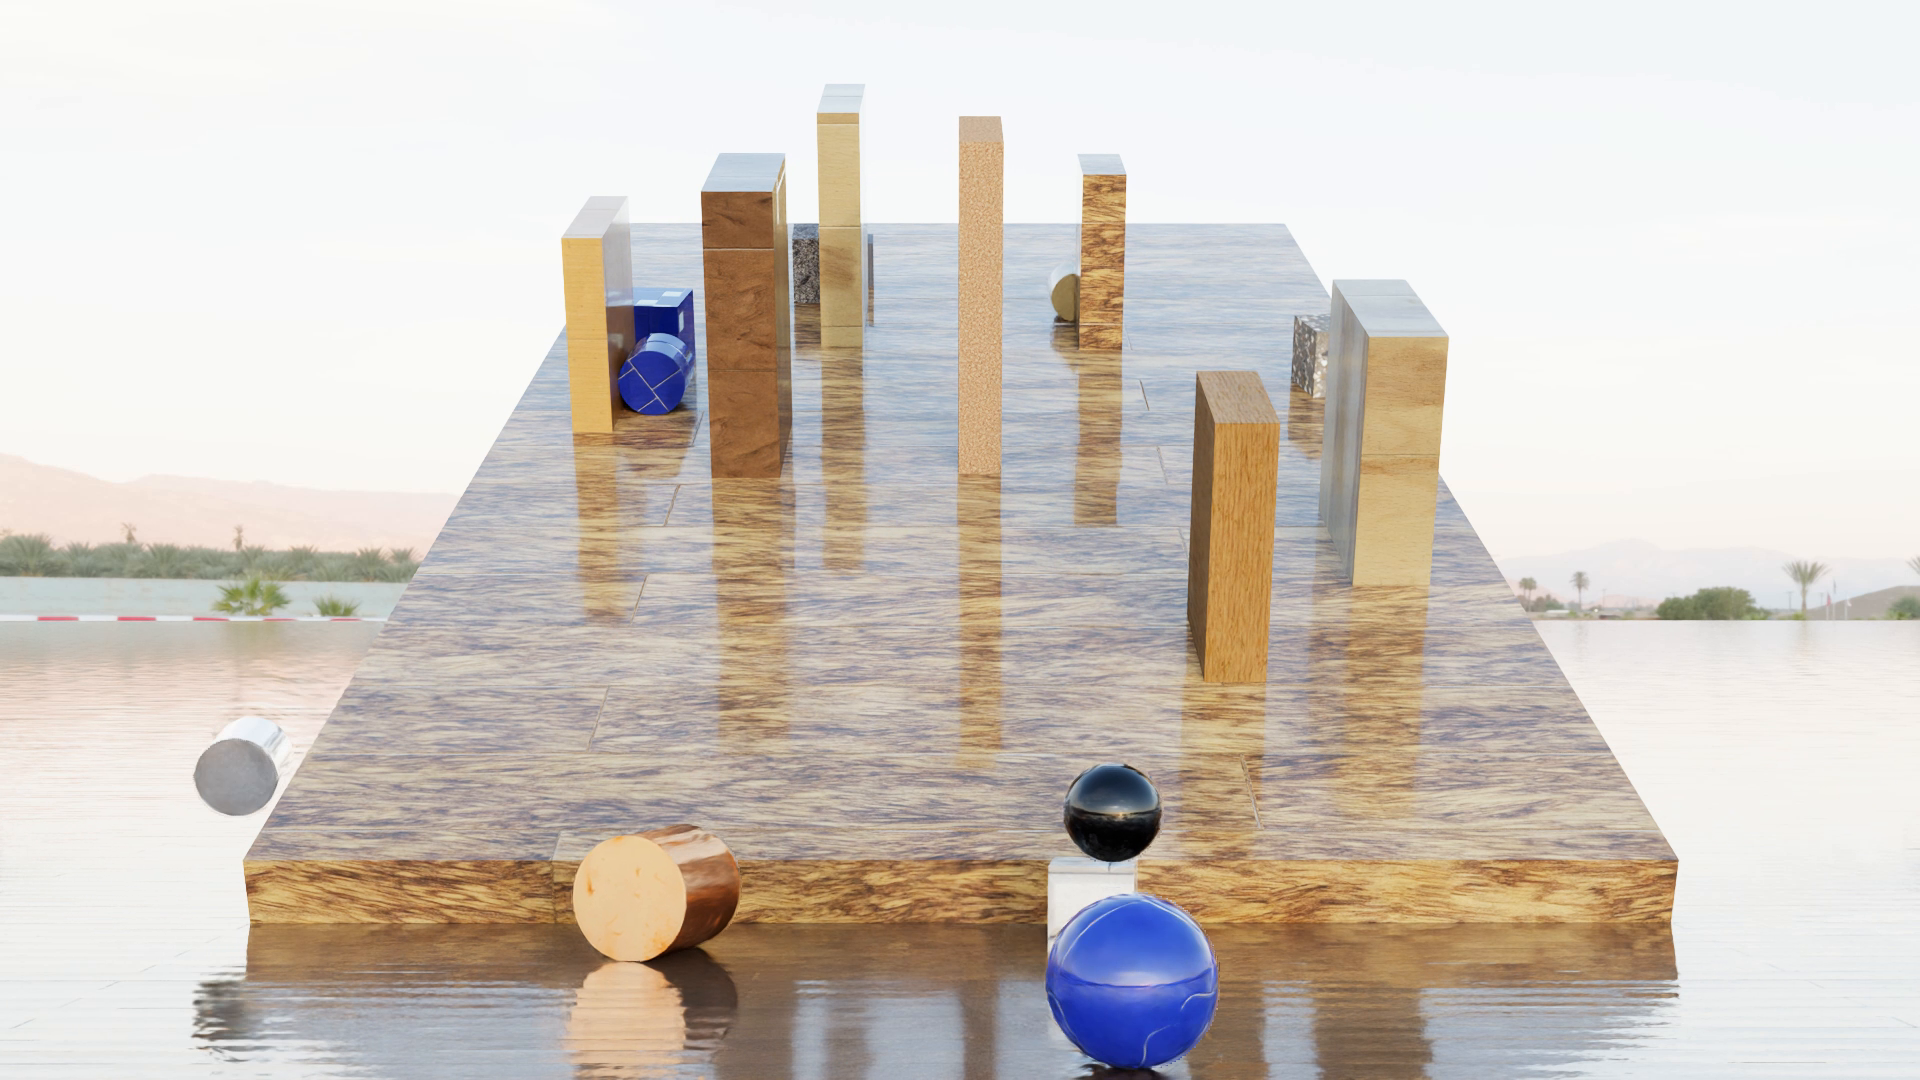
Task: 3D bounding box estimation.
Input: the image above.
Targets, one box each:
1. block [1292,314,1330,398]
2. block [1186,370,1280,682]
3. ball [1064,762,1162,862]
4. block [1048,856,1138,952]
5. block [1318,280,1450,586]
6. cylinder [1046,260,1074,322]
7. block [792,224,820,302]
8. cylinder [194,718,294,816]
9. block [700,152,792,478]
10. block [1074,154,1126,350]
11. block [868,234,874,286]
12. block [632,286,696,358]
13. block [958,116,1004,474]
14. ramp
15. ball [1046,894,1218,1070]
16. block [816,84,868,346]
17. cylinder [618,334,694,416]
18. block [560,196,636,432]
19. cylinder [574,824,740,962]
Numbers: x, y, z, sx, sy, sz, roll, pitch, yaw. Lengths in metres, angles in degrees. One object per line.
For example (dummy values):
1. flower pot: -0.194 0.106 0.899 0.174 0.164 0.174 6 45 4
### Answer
1. block: 0.872 -0.431 5.283 0.154 0.154 0.154 -4 21 -11
2. block: 0.452 -0.027 3.794 0.102 0.445 0.292 0 21 0
3. ball: 0.200 0.357 2.982 0.130 0.130 0.130 0 -2 0
4. block: 0.175 0.477 2.980 0.110 0.110 0.110 0 -2 7
5. block: 0.783 -0.208 4.243 0.140 0.468 0.411 0 21 0
6. cylinder: 0.297 -0.642 5.876 0.129 0.129 0.129 0 25 -6
7. block: -0.355 -0.740 6.069 0.174 0.174 0.174 -1 21 -2
8. cylinder: -1.133 0.358 3.604 0.127 0.127 0.127 0 10 -6
9. block: -0.441 -0.476 4.768 0.141 0.597 0.392 0 21 0
10. block: 0.346 -0.717 5.641 0.106 0.435 0.258 0 21 0
11. block: -0.295 -0.765 6.218 0.117 0.117 0.117 -1 21 -2
12. block: -0.736 -0.496 5.422 0.173 0.173 0.173 2 21 5
13. block: 0.041 -0.511 4.733 0.088 0.689 0.287 0 21 0
14. ramp: -0.005 -0.212 5.057 2.000 0.100 4.000 0 21 0
15. ball: 0.165 0.423 2.185 0.166 0.166 0.166 0 -2 0
16. block: -0.292 -0.822 5.718 0.102 0.576 0.424 0 21 0
17. cylinder: -0.684 -0.374 5.133 0.149 0.149 0.149 0 21 2
18. block: -0.804 -0.513 5.099 0.087 0.432 0.424 0 21 0
19. cylinder: -0.388 0.451 2.922 0.158 0.158 0.158 -1 -2 19
